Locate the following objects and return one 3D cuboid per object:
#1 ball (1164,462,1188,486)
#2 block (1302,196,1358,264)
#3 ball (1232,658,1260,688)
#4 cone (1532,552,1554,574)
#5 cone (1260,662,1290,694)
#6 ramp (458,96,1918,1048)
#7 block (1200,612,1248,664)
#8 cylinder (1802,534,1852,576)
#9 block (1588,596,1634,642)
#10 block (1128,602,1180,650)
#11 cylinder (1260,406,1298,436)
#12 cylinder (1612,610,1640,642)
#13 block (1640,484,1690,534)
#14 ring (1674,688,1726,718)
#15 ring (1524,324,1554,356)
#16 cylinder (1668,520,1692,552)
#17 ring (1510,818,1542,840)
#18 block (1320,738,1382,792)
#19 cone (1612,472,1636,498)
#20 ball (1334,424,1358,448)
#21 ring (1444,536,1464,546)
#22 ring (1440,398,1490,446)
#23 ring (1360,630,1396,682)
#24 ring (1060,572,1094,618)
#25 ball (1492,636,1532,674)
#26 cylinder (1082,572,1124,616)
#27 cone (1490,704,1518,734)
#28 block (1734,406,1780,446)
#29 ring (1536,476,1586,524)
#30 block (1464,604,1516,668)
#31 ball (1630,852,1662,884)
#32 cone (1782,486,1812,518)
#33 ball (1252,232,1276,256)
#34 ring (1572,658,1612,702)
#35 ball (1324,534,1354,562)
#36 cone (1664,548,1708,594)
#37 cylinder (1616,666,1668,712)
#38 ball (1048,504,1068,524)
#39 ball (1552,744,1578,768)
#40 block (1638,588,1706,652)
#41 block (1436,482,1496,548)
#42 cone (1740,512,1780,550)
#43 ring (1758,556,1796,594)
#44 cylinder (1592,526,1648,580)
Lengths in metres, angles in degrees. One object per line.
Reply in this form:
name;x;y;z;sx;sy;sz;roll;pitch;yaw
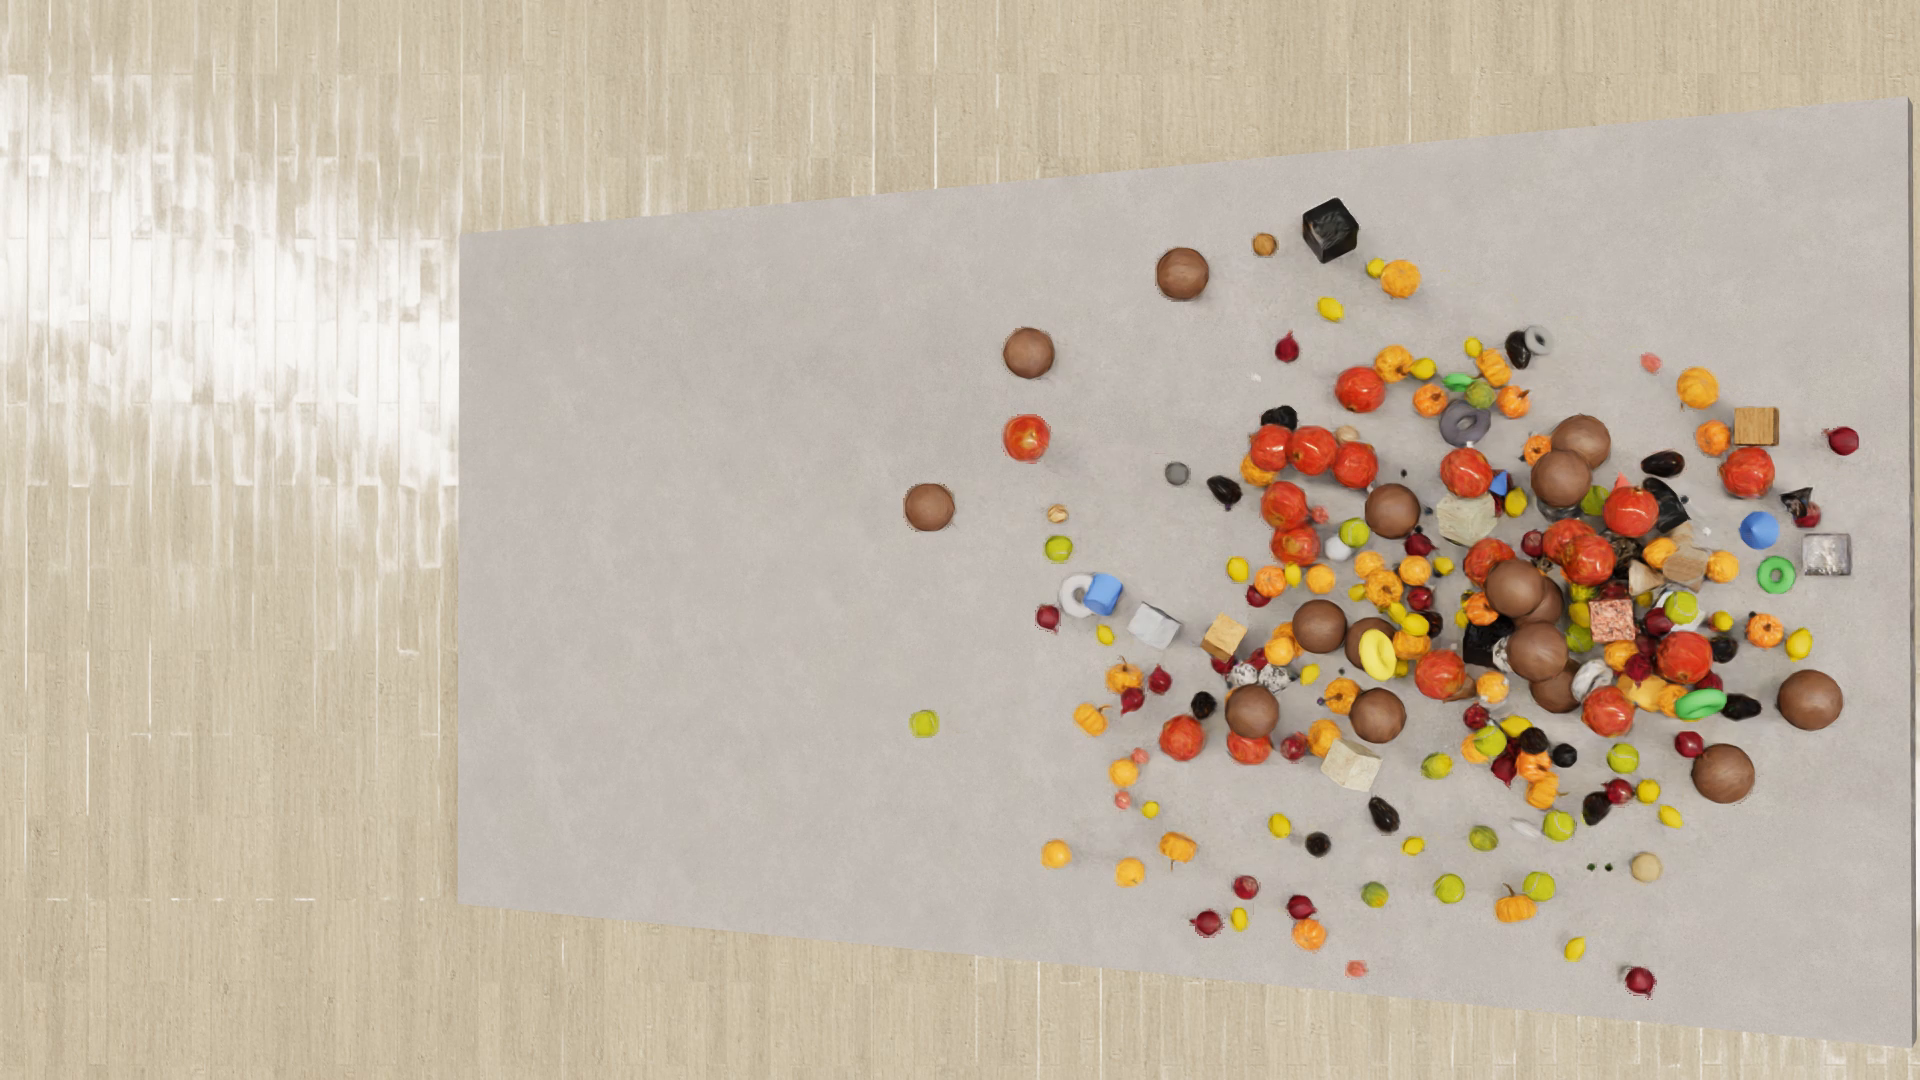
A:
ball;0.533;-0.164;5.403;0.058;0.058;0.058;0;89;0
block;0.862;-0.721;5.123;0.092;0.092;0.092;-26;61;-7
ball;0.690;0.323;5.303;0.072;0.072;0.072;0;89;0
cone;1.310;0.054;4.969;0.050;0.050;0.050;4;97;29
cone;0.764;0.333;5.211;0.079;0.079;0.079;-2;97;-21
ramp;0.273;0.076;5.637;4.000;0.100;2.000;0;89;29
block;0.633;0.235;5.282;0.078;0.078;0.078;33;73;8
cylinder;1.837;0.031;4.657;0.087;0.087;0.087;-1;89;29
block;1.400;0.169;4.725;0.086;0.086;0.086;-5;92;15
block;0.469;0.209;5.327;0.076;0.076;0.076;37;100;43
cylinder;0.762;-0.285;5.255;0.065;0.065;0.065;3;83;-24
cylinder;1.443;0.177;4.810;0.069;0.069;0.069;-7;50;0
block;1.532;-0.067;4.781;0.066;0.066;0.066;-32;108;11
ring;1.578;0.349;4.689;0.109;0.109;0.036;-10;64;0
ring;1.308;-0.451;4.967;0.077;0.026;0.077;9;65;-20
cylinder;1.576;-0.010;4.811;0.051;0.051;0.051;18;46;0
ring;1.279;0.652;4.971;0.077;0.077;0.026;28;96;0
block;0.916;0.527;5.150;0.086;0.086;0.086;14;105;-36
cone;1.473;-0.129;4.895;0.054;0.054;0.054;-1;62;0
ball;0.913;-0.245;5.193;0.056;0.056;0.056;0;89;0
ring;1.153;-0.030;5.066;0.088;0.029;0.088;-10;72;31
ring;1.156;-0.268;5.031;0.124;0.041;0.124;-7;124;-10
ring;0.951;0.262;5.004;0.040;0.121;0.121;-20;89;38
ring;0.304;0.139;5.540;0.114;0.038;0.114;-1;88;28
ball;1.217;0.253;4.851;0.084;0.084;0.084;0;89;0
cylinder;0.356;0.134;5.467;0.077;0.077;0.077;27;68;0
cone;1.248;0.417;5.016;0.063;0.063;0.063;-20;112;0
block;1.715;-0.244;4.732;0.080;0.080;0.080;1;90;29
ring;1.355;-0.088;4.955;0.109;0.036;0.109;-1;88;26
block;1.197;0.221;4.970;0.096;0.096;0.096;11;58;20
ball;1.511;0.722;4.843;0.068;0.068;0.068;0;89;0
cone;1.783;-0.094;4.648;0.065;0.065;0.065;42;65;0
ball;0.733;-0.712;5.298;0.056;0.056;0.056;0;89;0
ring;1.388;0.308;4.827;0.110;0.110;0.037;-49;46;0
ball;0.894;0.018;5.194;0.068;0.068;0.068;0;89;0
cone;1.564;0.084;4.699;0.095;0.095;0.095;-36;123;0
cylinder;1.497;0.329;4.829;0.078;0.078;0.078;21;89;-8
ball;0.246;-0.066;5.567;0.051;0.051;0.051;0;89;0
ball;1.358;0.485;4.938;0.055;0.055;0.055;0;89;0
block;1.545;0.175;4.777;0.096;0.096;0.096;35;92;12
block;1.146;-0.056;4.976;0.091;0.091;0.091;27;58;39
cone;1.711;-0.022;4.729;0.083;0.083;0.083;-1;88;31
ring;1.755;0.076;4.730;0.082;0.027;0.082;-5;83;42
cylinder;1.456;0.028;4.854;0.087;0.087;0.087;-35;47;0
